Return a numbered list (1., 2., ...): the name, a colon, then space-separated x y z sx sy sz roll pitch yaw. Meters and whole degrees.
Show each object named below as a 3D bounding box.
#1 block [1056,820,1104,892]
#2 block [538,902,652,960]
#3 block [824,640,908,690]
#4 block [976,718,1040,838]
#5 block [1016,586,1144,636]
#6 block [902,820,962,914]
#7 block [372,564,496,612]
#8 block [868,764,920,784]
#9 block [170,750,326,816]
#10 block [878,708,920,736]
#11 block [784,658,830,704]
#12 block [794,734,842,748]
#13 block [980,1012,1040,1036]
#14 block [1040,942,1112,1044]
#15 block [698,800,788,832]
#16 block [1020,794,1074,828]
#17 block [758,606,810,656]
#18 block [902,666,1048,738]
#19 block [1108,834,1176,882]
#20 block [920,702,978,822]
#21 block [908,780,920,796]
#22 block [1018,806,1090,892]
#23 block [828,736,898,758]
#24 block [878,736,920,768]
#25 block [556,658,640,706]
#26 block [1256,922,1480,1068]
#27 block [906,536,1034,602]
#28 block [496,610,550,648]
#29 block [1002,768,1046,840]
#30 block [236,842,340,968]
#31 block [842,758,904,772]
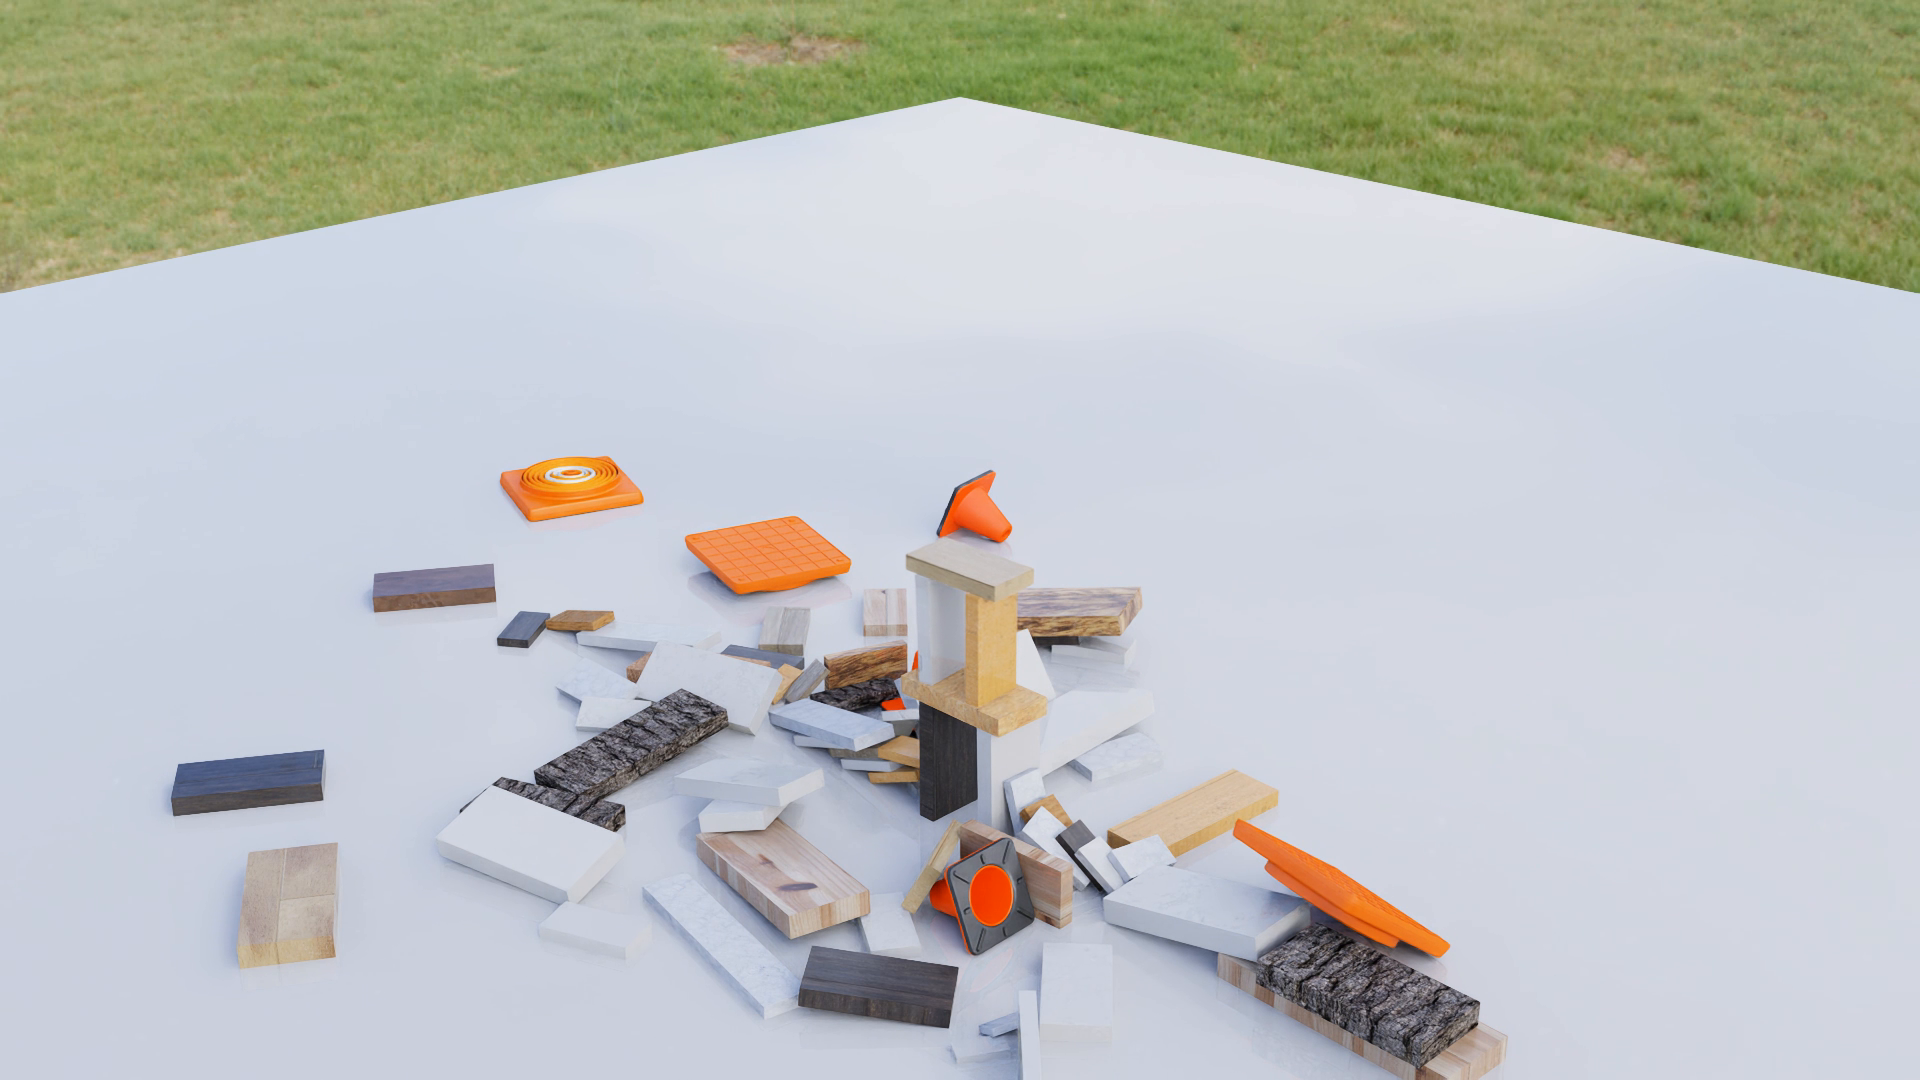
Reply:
1. block: 0.248 0.603 4.205 0.132 0.019 0.066 49 45 13
2. block: -0.669 0.716 4.039 0.184 0.026 0.092 10 25 21
3. block: -0.211 0.290 4.953 0.193 0.096 0.027 -11 25 -23
4. block: 0.096 0.470 4.309 0.135 0.269 0.038 -21 29 -40
5. block: 0.235 0.168 5.159 0.350 0.050 0.175 -1 21 24
6. block: -0.049 0.615 4.152 0.029 0.104 0.208 32 21 2
7. block: -1.297 0.118 5.430 0.292 0.041 0.146 -5 23 -11
8. block: -0.112 0.476 4.538 0.075 0.021 0.150 -23 9 -41
9. block: -1.462 0.499 4.532 0.293 0.042 0.147 -5 23 -12
10. block: -0.139 0.396 4.664 0.077 0.155 0.022 -3 68 -14
11. block: -0.341 0.319 4.899 0.111 0.016 0.055 -48 35 -3
12. block: -0.274 0.418 4.690 0.155 0.022 0.077 -1 16 44
13. block: 0.085 0.828 3.770 0.094 0.013 0.047 -13 4 -29
14. block: 0.204 0.791 3.852 0.124 0.035 0.247 1 23 3
15. block: -0.414 0.520 4.399 0.132 0.037 0.264 -5 11 14
16. block: 0.193 0.576 4.255 0.081 0.023 0.161 -21 68 -40
17. block: -0.415 0.216 5.215 0.105 0.030 0.210 0 23 1
18. block: 0.026 0.303 4.307 0.135 0.038 0.269 -21 31 -40
19. block: 0.348 0.609 4.202 0.132 0.019 0.066 -11 55 -42
20. block: -0.020 0.419 4.428 0.038 0.269 0.135 21 31 40
21. block: -0.053 0.502 4.560 0.102 0.014 0.051 -10 25 -22
22. block: 0.194 0.591 4.210 0.161 0.023 0.081 41 44 4
23. block: -0.195 0.435 4.632 0.155 0.022 0.077 -4 14 43
24. block: -0.088 0.438 4.517 0.150 0.021 0.075 10 23 40
25. block: -0.806 0.332 4.893 0.190 0.027 0.095 21 58 41
26. block: 0.693 0.772 3.755 0.170 0.048 0.340 -21 31 -40
27. block: 0.018 0.055 4.217 0.228 0.032 0.114 19 30 38
28. block: -1.037 0.213 5.232 0.076 0.022 0.153 4 23 9
29. block: 0.137 0.535 4.296 0.081 0.161 0.023 -21 12 -40
30. block: -1.249 0.678 4.103 0.166 0.047 0.333 -5 24 -12
31. block: -0.171 0.458 4.595 0.150 0.021 0.075 -3 15 46
